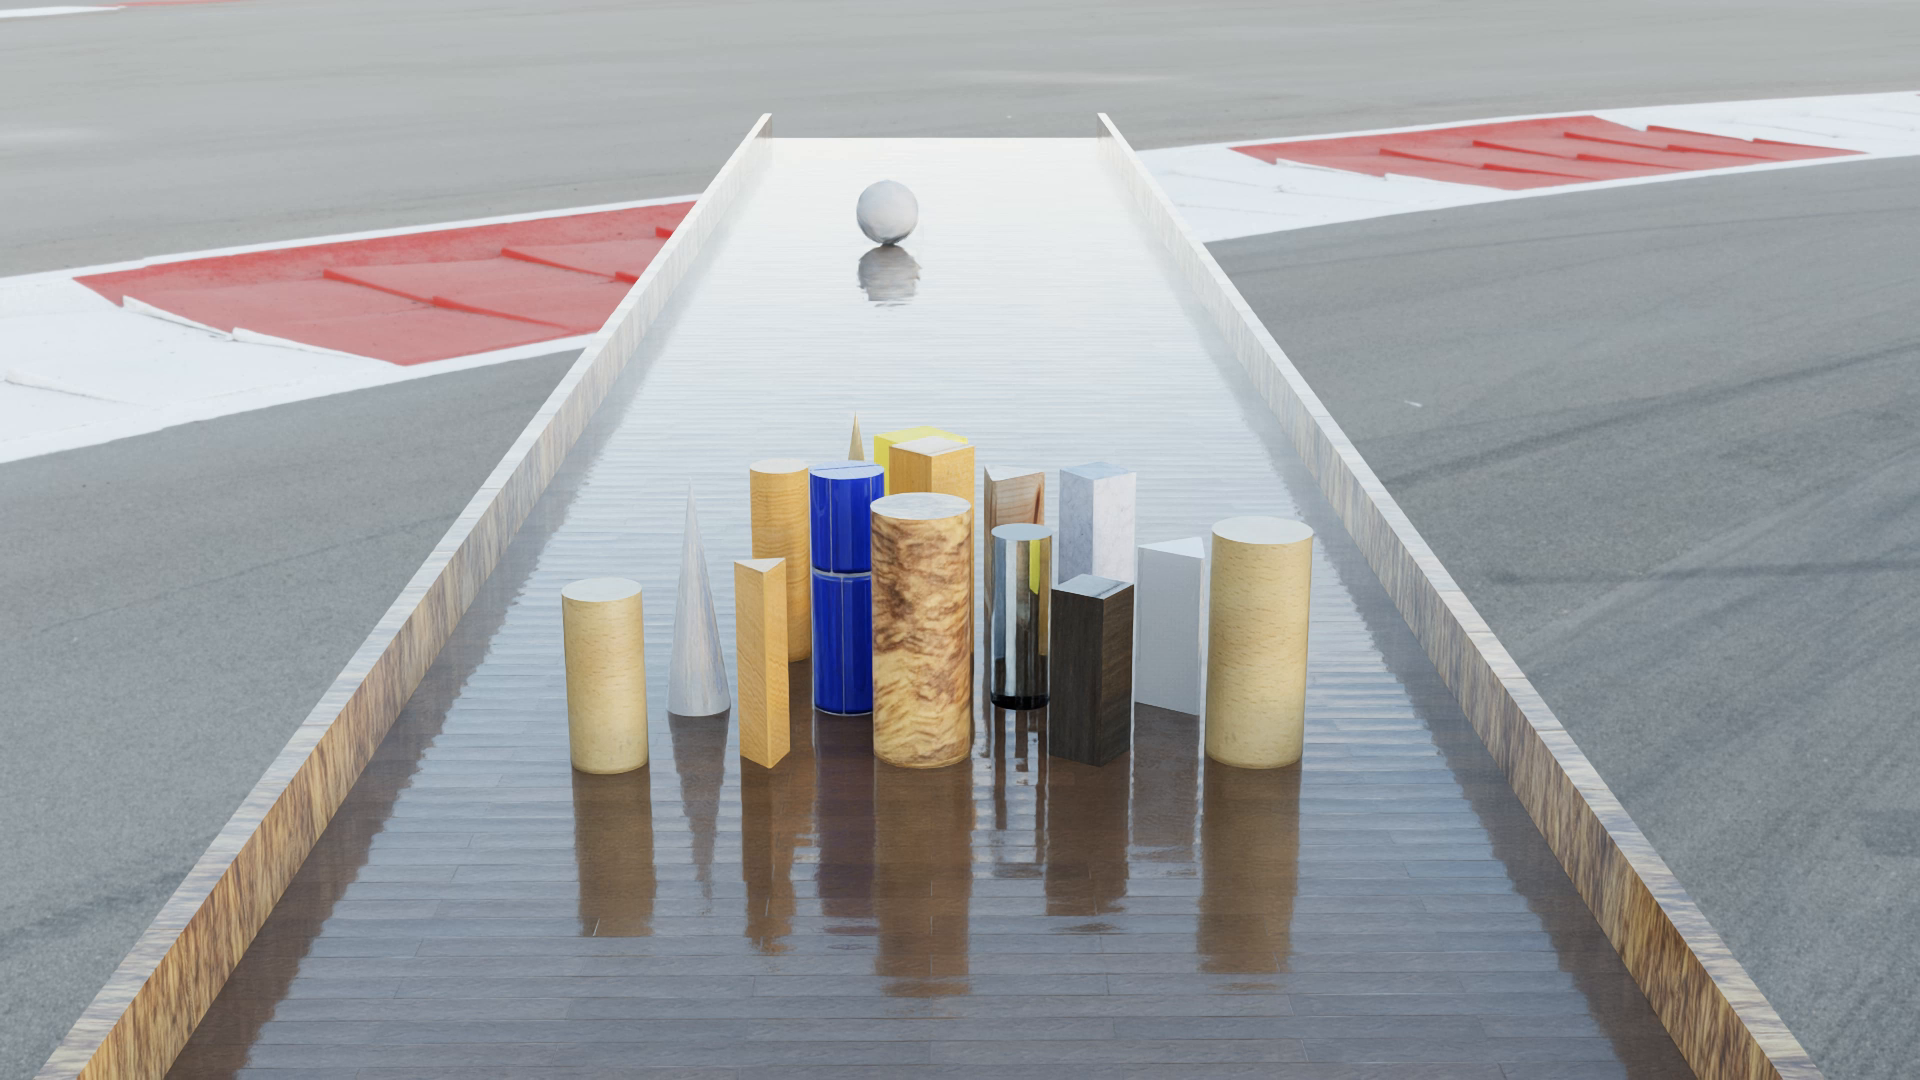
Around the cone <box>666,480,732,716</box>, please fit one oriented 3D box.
[{"bbox_3d":[-0.497,0.097,4.112,0.124,0.450,0.124,0,17,0],"label":"cone"}]

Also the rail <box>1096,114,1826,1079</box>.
[{"bbox_3d":[0.932,-0.844,7.801,0.050,0.150,12.000,0,17,-1],"label":"rail"}]

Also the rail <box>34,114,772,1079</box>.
[{"bbox_3d":[-1.118,-0.838,7.780,0.050,0.150,12.000,0,17,-1],"label":"rail"}]

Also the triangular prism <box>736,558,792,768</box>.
[{"bbox_3d":[-0.335,0.212,3.878,0.076,0.362,0.088,-11,20,-33],"label":"triangular prism"}]

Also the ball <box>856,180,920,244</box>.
[{"bbox_3d":[-0.313,-1.416,9.507,0.275,0.275,0.275,0,17,0],"label":"ball"}]

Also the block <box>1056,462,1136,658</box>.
[{"bbox_3d":[0.272,0.048,4.389,0.107,0.386,0.107,16,23,42],"label":"block"}]

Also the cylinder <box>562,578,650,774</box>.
[{"bbox_3d":[-0.623,0.238,3.869,0.139,0.318,0.139,0,17,0],"label":"cylinder"}]

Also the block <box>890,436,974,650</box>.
[{"bbox_3d":[-0.056,0.021,4.402,0.120,0.431,0.120,11,20,33],"label":"block"}]

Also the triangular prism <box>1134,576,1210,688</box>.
[{"bbox_3d":[0.428,0.151,4.152,0.119,0.138,0.308,-29,-19,-11],"label":"triangular prism"}]

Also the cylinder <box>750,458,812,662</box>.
[{"bbox_3d":[-0.358,0.041,4.402,0.117,0.391,0.117,0,17,0],"label":"cylinder"}]

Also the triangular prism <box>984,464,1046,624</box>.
[{"bbox_3d":[0.094,0.004,4.656,0.135,0.317,0.117,-6,18,-20],"label":"triangular prism"}]

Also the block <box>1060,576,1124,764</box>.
[{"bbox_3d":[0.233,0.231,3.903,0.106,0.312,0.106,1,17,3],"label":"block"}]

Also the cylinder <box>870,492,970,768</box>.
[{"bbox_3d":[-0.069,0.159,3.892,0.176,0.456,0.176,0,17,0],"label":"cylinder"}]

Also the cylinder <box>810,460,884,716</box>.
[{"bbox_3d":[-0.208,0.090,4.120,0.139,0.458,0.139,0,17,0],"label":"cylinder"}]

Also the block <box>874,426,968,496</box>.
[{"bbox_3d":[-0.087,-0.067,4.866,0.147,0.334,0.147,-13,21,-36],"label":"block"}]

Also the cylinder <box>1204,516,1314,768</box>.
[{"bbox_3d":[0.528,0.180,3.897,0.176,0.413,0.176,0,17,0],"label":"cylinder"}]

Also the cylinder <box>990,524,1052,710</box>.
[{"bbox_3d":[0.116,0.145,4.154,0.115,0.334,0.115,0,17,0],"label":"cylinder"}]
